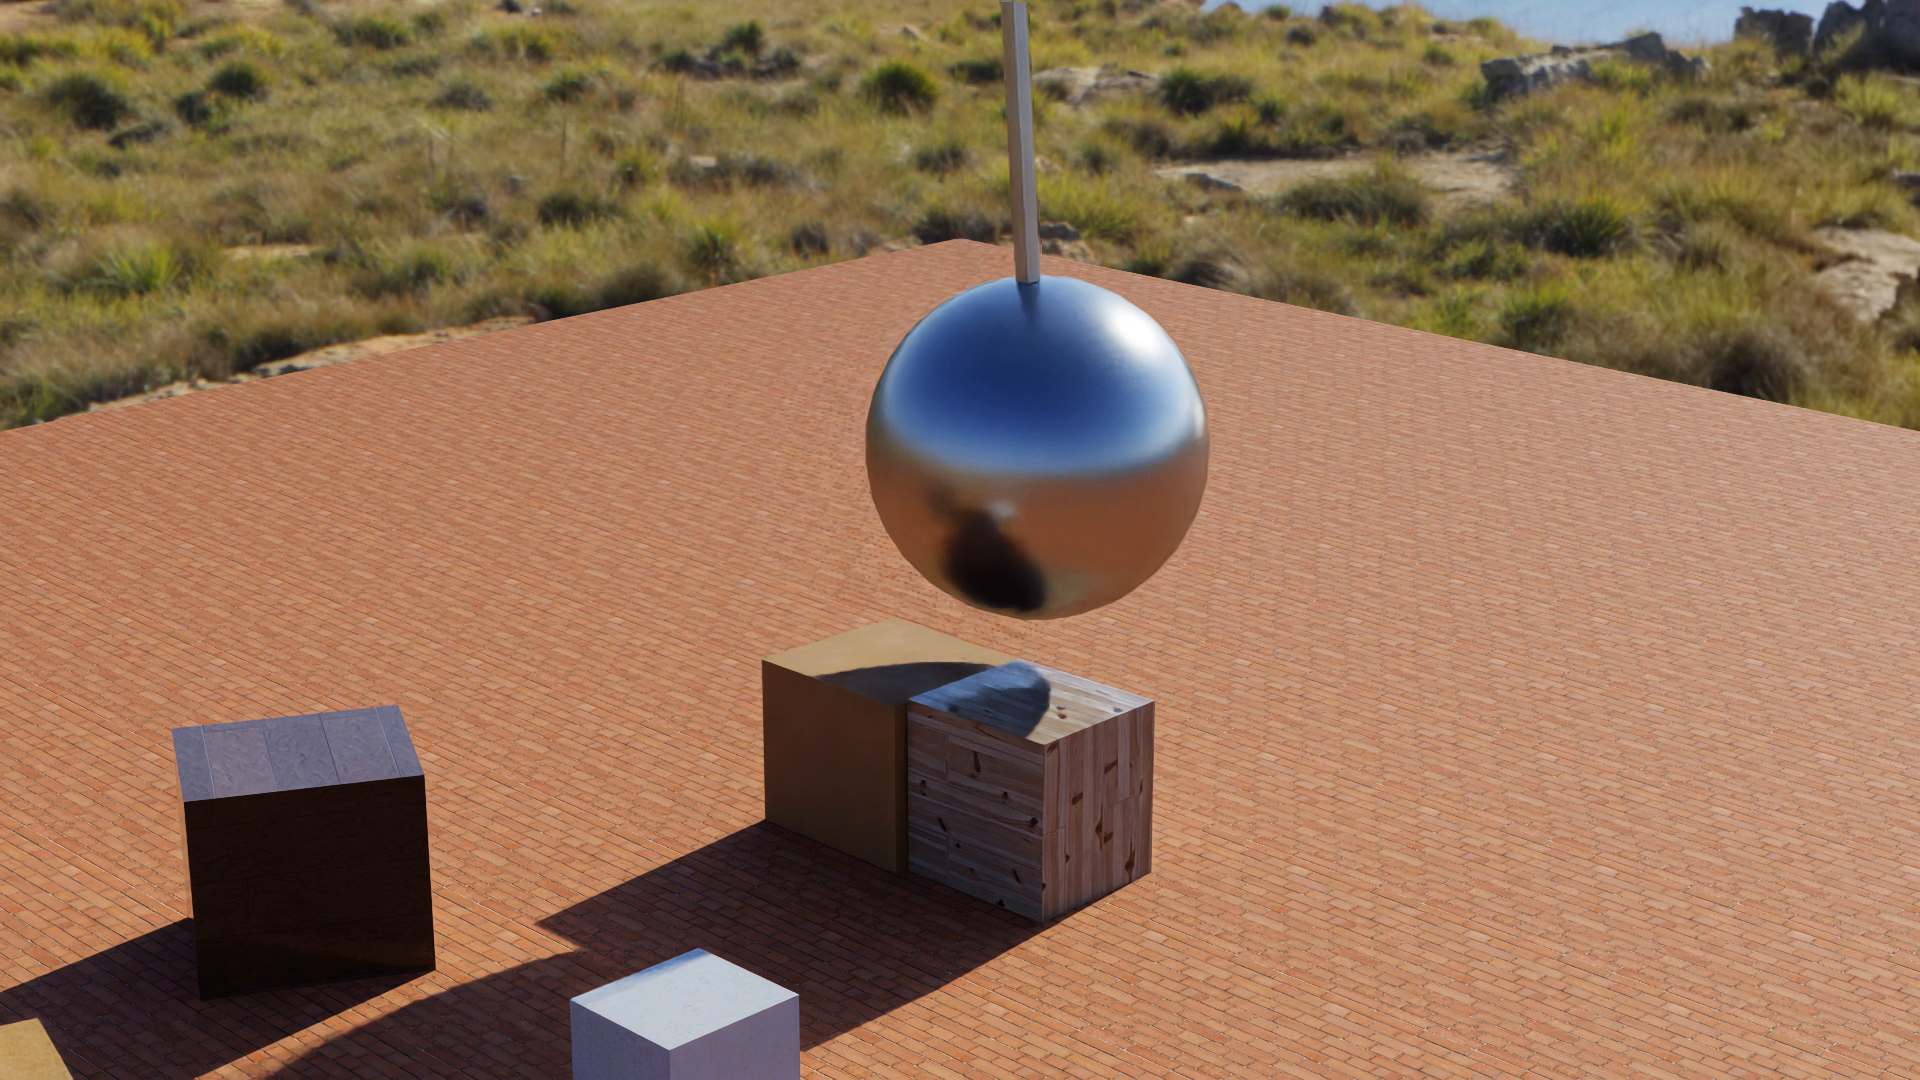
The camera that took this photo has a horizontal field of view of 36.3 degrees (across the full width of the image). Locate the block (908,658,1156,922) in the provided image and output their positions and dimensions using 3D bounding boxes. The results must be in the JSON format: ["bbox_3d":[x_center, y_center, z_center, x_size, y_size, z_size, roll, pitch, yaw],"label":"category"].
[{"bbox_3d":[0.322,1.123,13.368,0.826,0.842,0.754,16,23,41],"label":"block"}]

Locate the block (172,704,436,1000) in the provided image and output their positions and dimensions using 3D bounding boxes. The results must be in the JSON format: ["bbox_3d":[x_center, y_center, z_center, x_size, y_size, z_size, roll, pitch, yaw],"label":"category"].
[{"bbox_3d":[-2.832,1.327,12.629,0.977,0.895,0.869,-5,18,-17],"label":"block"}]

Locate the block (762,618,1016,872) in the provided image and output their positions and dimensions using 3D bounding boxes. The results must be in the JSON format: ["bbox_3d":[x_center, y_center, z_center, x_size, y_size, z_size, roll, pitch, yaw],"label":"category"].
[{"bbox_3d":[-0.313,0.955,13.948,0.902,0.814,0.861,17,24,42],"label":"block"}]

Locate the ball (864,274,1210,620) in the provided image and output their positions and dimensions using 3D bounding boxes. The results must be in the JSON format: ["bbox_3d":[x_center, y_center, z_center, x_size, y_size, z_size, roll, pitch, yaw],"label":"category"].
[{"bbox_3d":[0.357,-0.430,13.580,1.600,1.600,1.600,0,17,0],"label":"ball"}]

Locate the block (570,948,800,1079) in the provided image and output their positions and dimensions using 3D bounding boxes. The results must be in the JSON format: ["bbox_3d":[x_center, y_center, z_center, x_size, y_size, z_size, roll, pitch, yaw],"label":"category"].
[{"bbox_3d":[-1.026,1.989,11.013,0.576,0.601,0.627,17,24,42],"label":"block"}]

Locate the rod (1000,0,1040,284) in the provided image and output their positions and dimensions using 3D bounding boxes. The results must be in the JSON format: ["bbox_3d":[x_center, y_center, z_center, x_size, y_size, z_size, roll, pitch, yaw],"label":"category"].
[{"bbox_3d":[0.154,-3.602,12.372,0.080,5.200,0.080,17,29,42],"label":"rod"}]

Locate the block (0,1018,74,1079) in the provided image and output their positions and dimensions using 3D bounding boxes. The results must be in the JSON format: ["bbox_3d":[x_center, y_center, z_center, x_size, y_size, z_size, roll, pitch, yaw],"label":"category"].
[{"bbox_3d":[-3.540,2.194,10.292,0.809,0.641,0.687,-10,20,-28],"label":"block"}]
